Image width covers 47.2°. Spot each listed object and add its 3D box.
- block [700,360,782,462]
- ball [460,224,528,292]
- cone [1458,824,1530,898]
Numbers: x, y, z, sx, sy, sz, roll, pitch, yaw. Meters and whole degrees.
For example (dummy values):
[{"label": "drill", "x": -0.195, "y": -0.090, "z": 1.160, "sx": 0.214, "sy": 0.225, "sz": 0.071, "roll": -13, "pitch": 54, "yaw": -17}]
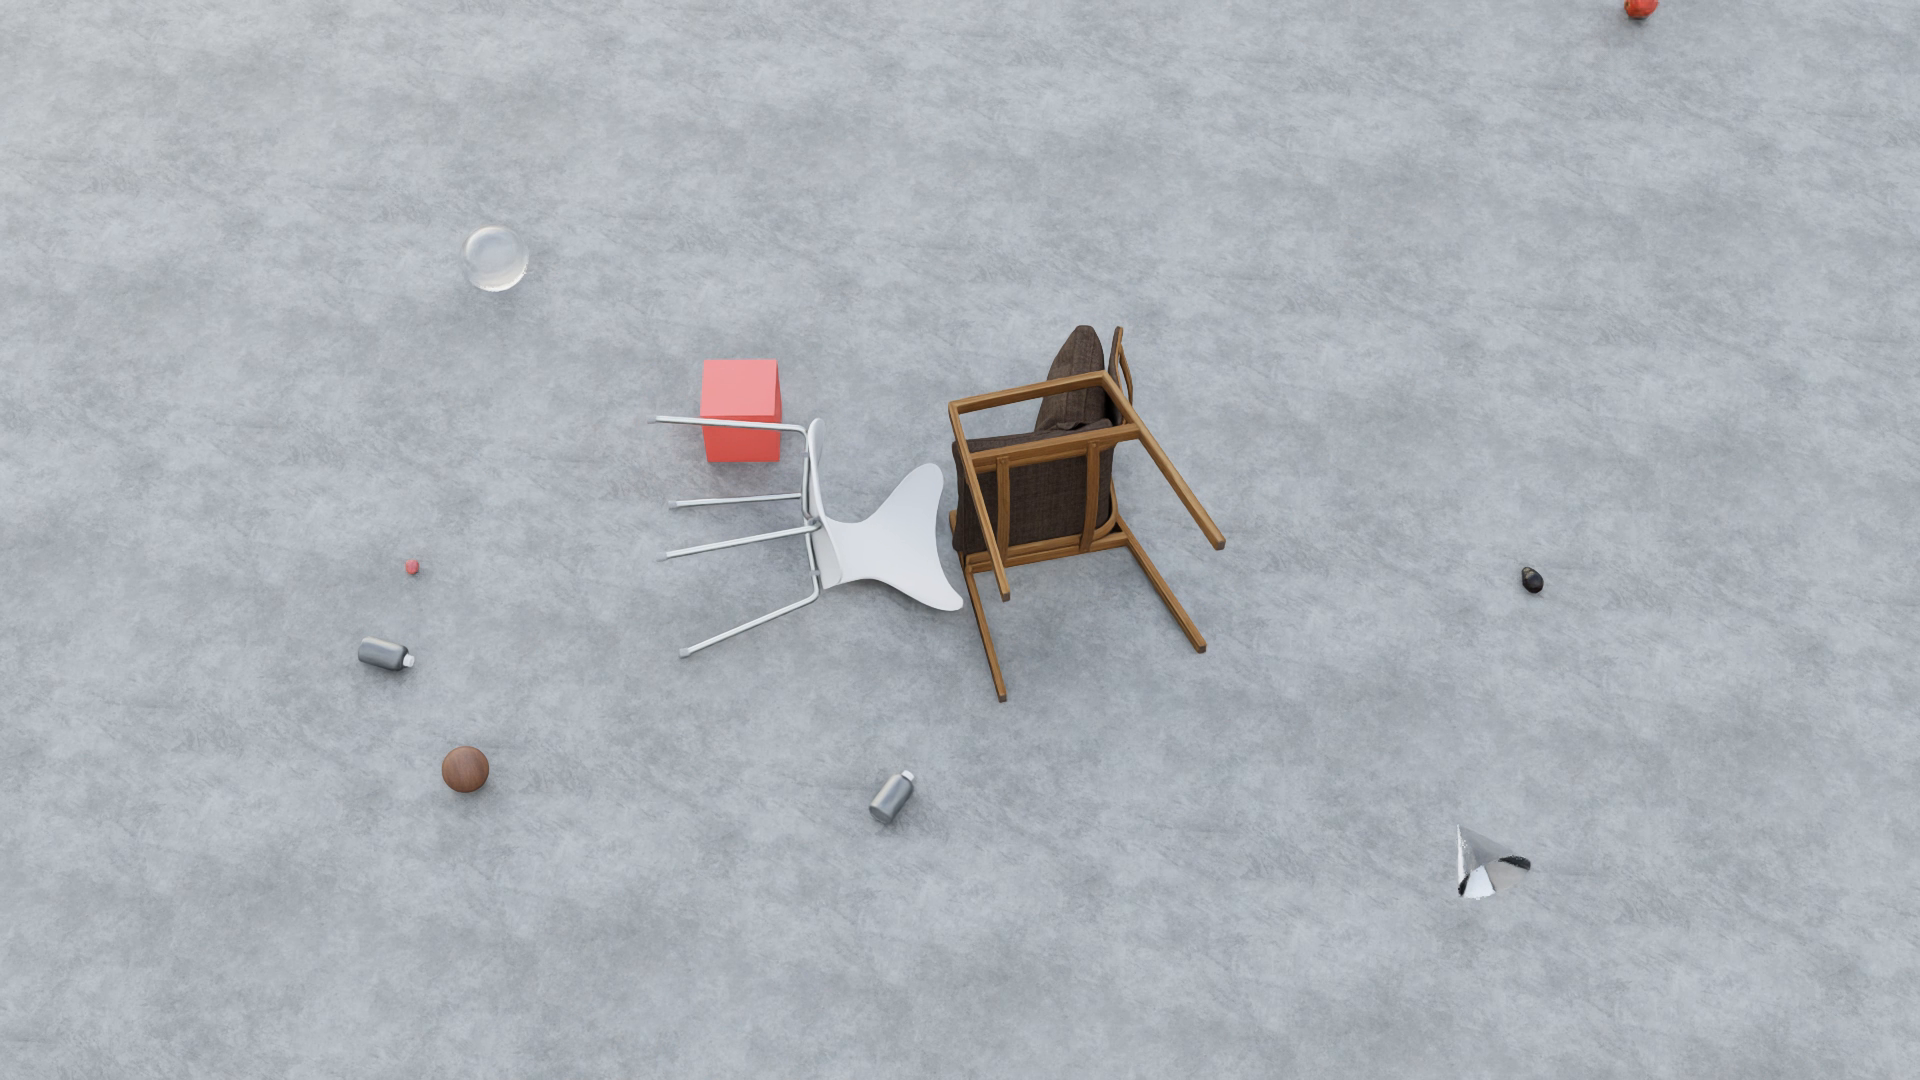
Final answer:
[{"label": "block", "x": -0.664, "y": -0.393, "z": 6.696, "sx": 0.220, "sy": 0.235, "sz": 0.212, "roll": 0, "pitch": 56, "yaw": 0}, {"label": "ball", "x": -1.494, "y": -0.904, "z": 7.051, "sx": 0.215, "sy": 0.215, "sz": 0.215, "roll": 0, "pitch": 56, "yaw": 0}, {"label": "cone", "x": 1.401, "y": 0.840, "z": 5.971, "sx": 0.212, "sy": 0.135, "sz": 0.214, "roll": -18, "pitch": 40, "yaw": -7}]
